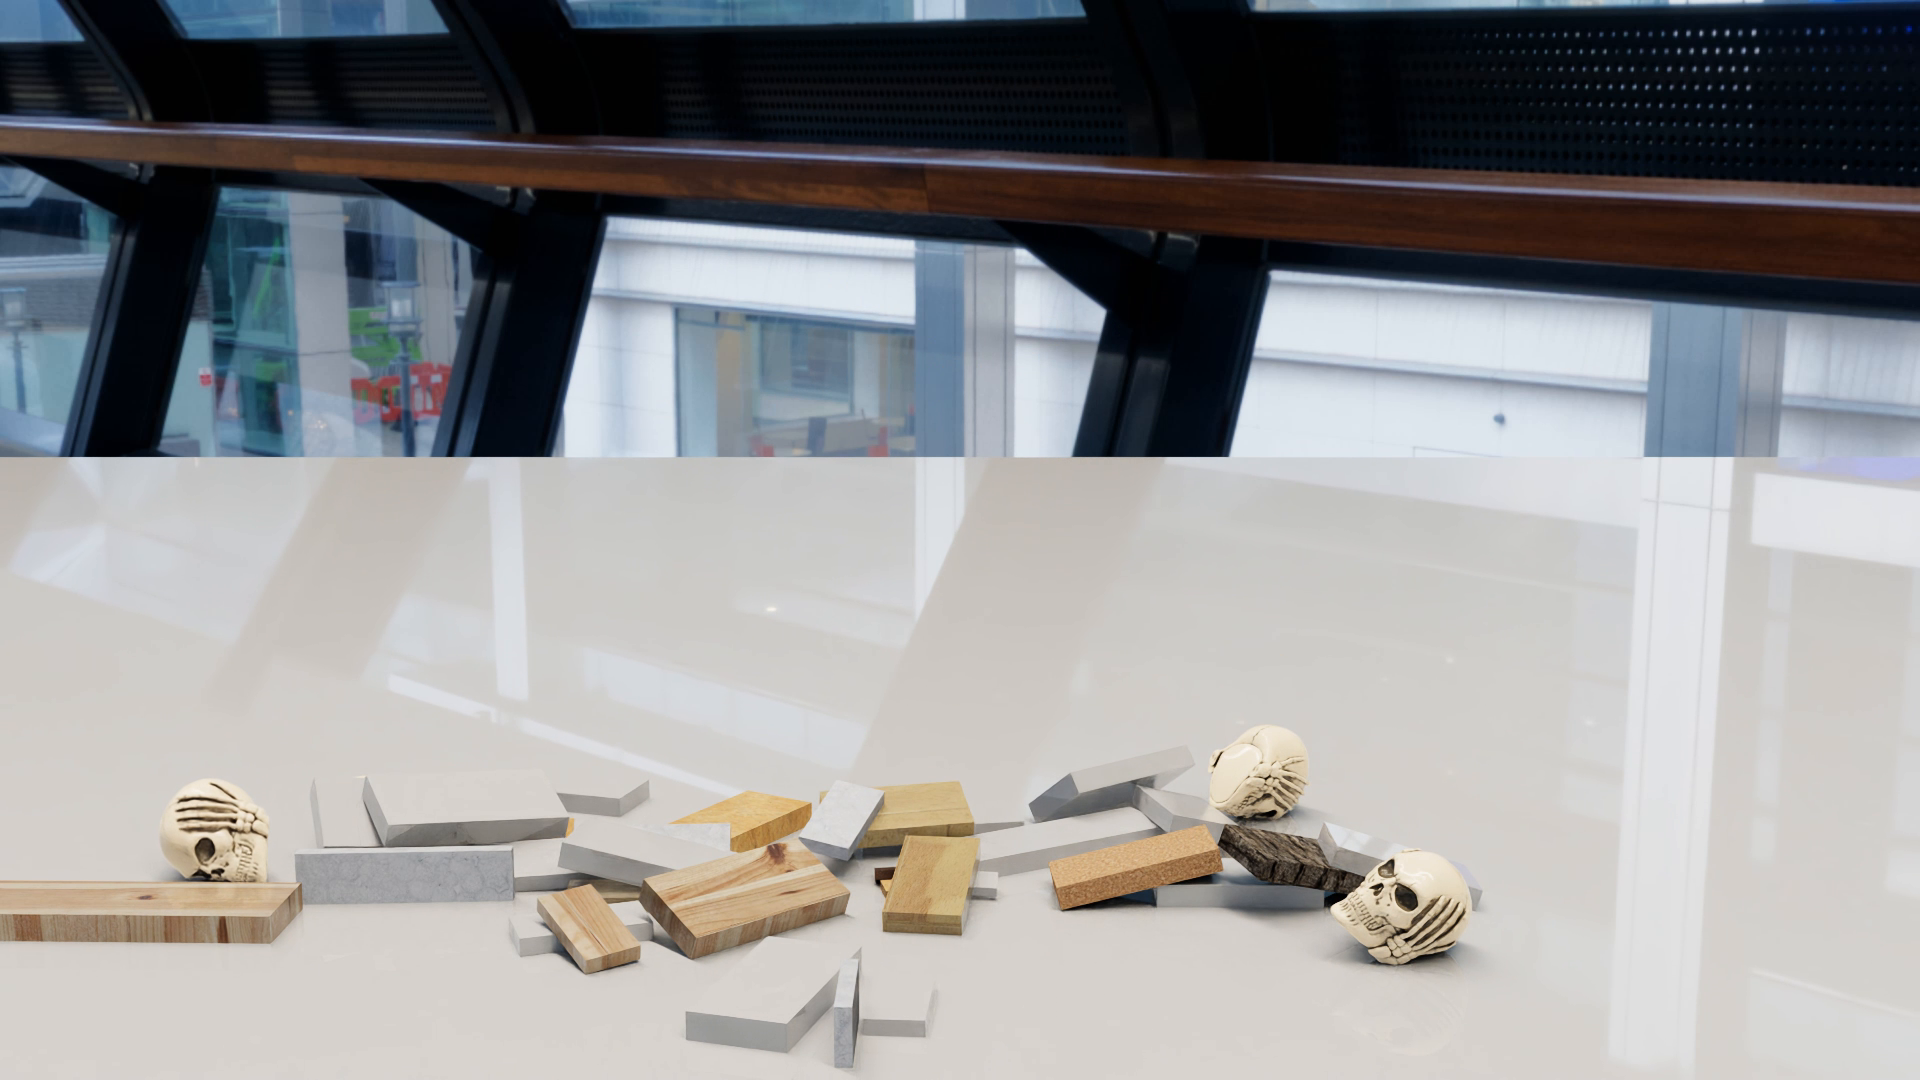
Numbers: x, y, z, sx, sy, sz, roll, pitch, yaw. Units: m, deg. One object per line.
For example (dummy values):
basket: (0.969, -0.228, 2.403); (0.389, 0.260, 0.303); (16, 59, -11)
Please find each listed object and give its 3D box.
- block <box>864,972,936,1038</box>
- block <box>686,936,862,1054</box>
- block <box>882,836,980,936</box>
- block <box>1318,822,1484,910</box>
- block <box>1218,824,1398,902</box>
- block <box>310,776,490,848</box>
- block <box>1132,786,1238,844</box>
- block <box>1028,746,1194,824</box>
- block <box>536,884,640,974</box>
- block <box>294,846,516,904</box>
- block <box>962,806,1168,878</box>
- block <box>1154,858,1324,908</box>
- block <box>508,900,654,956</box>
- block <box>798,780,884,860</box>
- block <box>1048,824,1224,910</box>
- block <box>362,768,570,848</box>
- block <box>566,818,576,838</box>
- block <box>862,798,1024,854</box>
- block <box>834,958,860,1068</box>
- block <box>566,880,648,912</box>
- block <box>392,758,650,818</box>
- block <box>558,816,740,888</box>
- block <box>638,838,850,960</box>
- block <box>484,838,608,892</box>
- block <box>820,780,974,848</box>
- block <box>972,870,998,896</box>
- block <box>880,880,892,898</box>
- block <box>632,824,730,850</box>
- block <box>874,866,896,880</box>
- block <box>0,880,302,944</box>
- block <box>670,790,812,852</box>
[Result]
block: (-0.086, 0.669, 3.174); (0.088, 0.025, 0.176); (1, 11, 4)
block: (-0.266, 0.656, 3.195); (0.152, 0.043, 0.304); (3, 11, 17)
block: (-0.044, 0.562, 3.598); (0.127, 0.036, 0.254); (1, 21, 7)
block: (0.726, 0.538, 3.639); (0.252, 0.036, 0.126); (17, 10, -4)
block: (0.576, 0.532, 3.625); (0.273, 0.039, 0.136); (13, 12, -27)
block: (-0.947, 0.483, 3.784); (0.314, 0.044, 0.157); (5, 39, -28)
block: (0.404, 0.494, 3.950); (0.126, 0.036, 0.252); (12, 3, -11)
block: (0.283, 0.453, 4.077); (0.291, 0.041, 0.145); (-8, -24, -38)
block: (-0.575, 0.600, 3.402); (0.091, 0.026, 0.182); (-11, 30, -32)
block: (-0.914, 0.553, 3.628); (0.351, 0.088, 0.025); (-1, 11, -3)
block: (0.152, 0.535, 3.866); (0.439, 0.036, 0.126); (-6, 12, -29)
block: (0.460, 0.571, 3.666); (0.273, 0.039, 0.136); (0, 11, 1)
block: (-0.598, 0.612, 3.469); (0.209, 0.030, 0.104); (-4, 11, -20)
block: (-0.204, 0.484, 3.810); (0.091, 0.026, 0.182); (12, 29, 14)
block: (0.290, 0.542, 3.651); (0.273, 0.039, 0.136); (-13, 10, -1)
block: (-0.847, 0.457, 3.770); (0.314, 0.044, 0.157); (1, 26, -31)
block: (-0.736, 0.538, 3.870); (0.104, 0.030, 0.209); (-1, 11, -7)
block: (-0.042, 0.514, 3.968); (0.291, 0.041, 0.145); (-2, 11, -11)
block: (-0.157, 0.658, 3.064); (0.025, 0.088, 0.175); (0, 11, 0)
block: (-0.556, 0.586, 3.621); (0.182, 0.026, 0.091); (0, 11, -2)
block: (-0.846, 0.472, 4.206); (0.492, 0.036, 0.127); (3, 11, 17)
block: (-0.498, 0.536, 3.659); (0.304, 0.043, 0.152); (13, 10, 5)
block: (-0.342, 0.569, 3.512); (0.304, 0.043, 0.152); (-9, 37, -41)
block: (-0.698, 0.548, 3.723); (0.209, 0.030, 0.104); (-3, 28, -10)
block: (-0.113, 0.486, 3.884); (0.254, 0.036, 0.127); (-3, 29, -12)
block: (0.008, 0.569, 3.658); (0.109, 0.015, 0.054); (3, 21, 2)
block: (-0.075, 0.581, 3.675); (0.109, 0.015, 0.054); (-2, 11, -12)
block: (-0.481, 0.531, 3.764); (0.176, 0.088, 0.025); (-1, -33, -4)
block: (-0.090, 0.563, 3.727); (0.109, 0.015, 0.054); (-3, -3, -3)
block: (-1.441, 0.594, 3.526); (0.728, 0.044, 0.157); (0, 11, 1)
block: (-0.409, 0.517, 3.948); (0.145, 0.041, 0.291); (6, 12, 31)
